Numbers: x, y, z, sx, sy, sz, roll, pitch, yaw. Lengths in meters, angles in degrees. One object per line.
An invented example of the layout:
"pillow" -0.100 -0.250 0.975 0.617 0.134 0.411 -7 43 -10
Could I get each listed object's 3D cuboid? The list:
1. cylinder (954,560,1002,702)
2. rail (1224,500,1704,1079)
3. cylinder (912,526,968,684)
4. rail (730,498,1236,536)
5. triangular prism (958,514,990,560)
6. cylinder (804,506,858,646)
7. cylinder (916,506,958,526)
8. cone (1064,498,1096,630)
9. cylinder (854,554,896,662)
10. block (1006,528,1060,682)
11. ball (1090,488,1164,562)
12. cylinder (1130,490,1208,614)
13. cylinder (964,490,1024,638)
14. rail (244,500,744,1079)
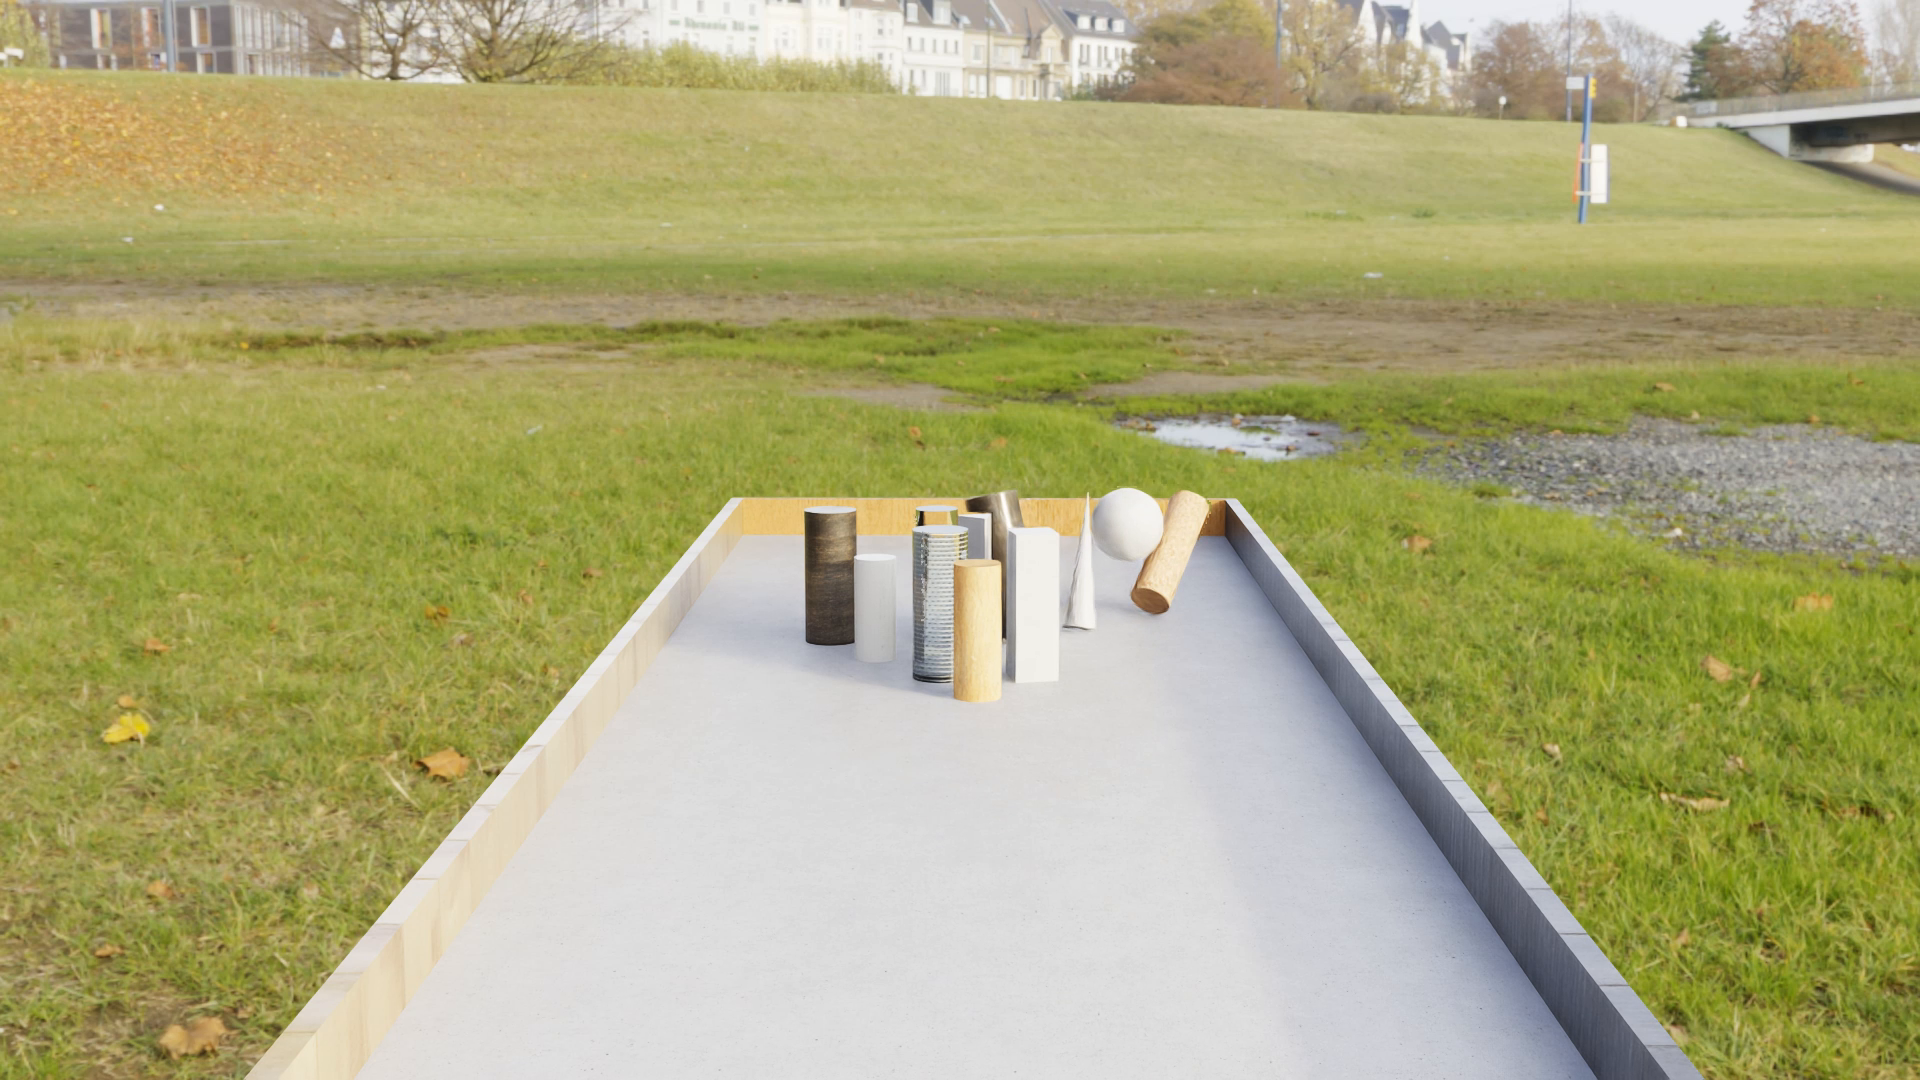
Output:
"cylinder" 0.050 0.254 6.183 0.136 0.383 0.136 0 9 0
"rail" 1.046 0.843 3.208 0.050 0.150 12.000 0 9 1
"cylinder" -0.058 0.186 6.432 0.164 0.440 0.164 0 9 0
"rail" 0.099 -0.098 9.147 2.100 0.150 0.050 0 9 1
"triangular prism" 0.064 0.146 6.665 0.106 0.446 0.092 7 11 38
"cylinder" -0.408 0.112 6.961 0.166 0.420 0.166 0 9 0
"cylinder" -0.073 0.112 6.937 0.134 0.428 0.134 0 9 0
"cone" 0.402 0.064 7.147 0.102 0.445 0.102 4 -6 0
"cylinder" -0.258 0.207 6.705 0.129 0.313 0.129 0 9 0
"block" 0.212 0.189 6.430 0.128 0.435 0.128 -2 9 -12
"ball" 0.562 -0.050 7.401 0.249 0.249 0.249 0 9 0
"cylinder" 0.718 0.040 7.506 0.137 0.137 0.437 5 52 29
"cylinder" 0.145 0.077 6.987 0.170 0.452 0.170 -13 0 0
"rail" -1.004 0.839 3.234 0.050 0.150 12.000 0 9 1
